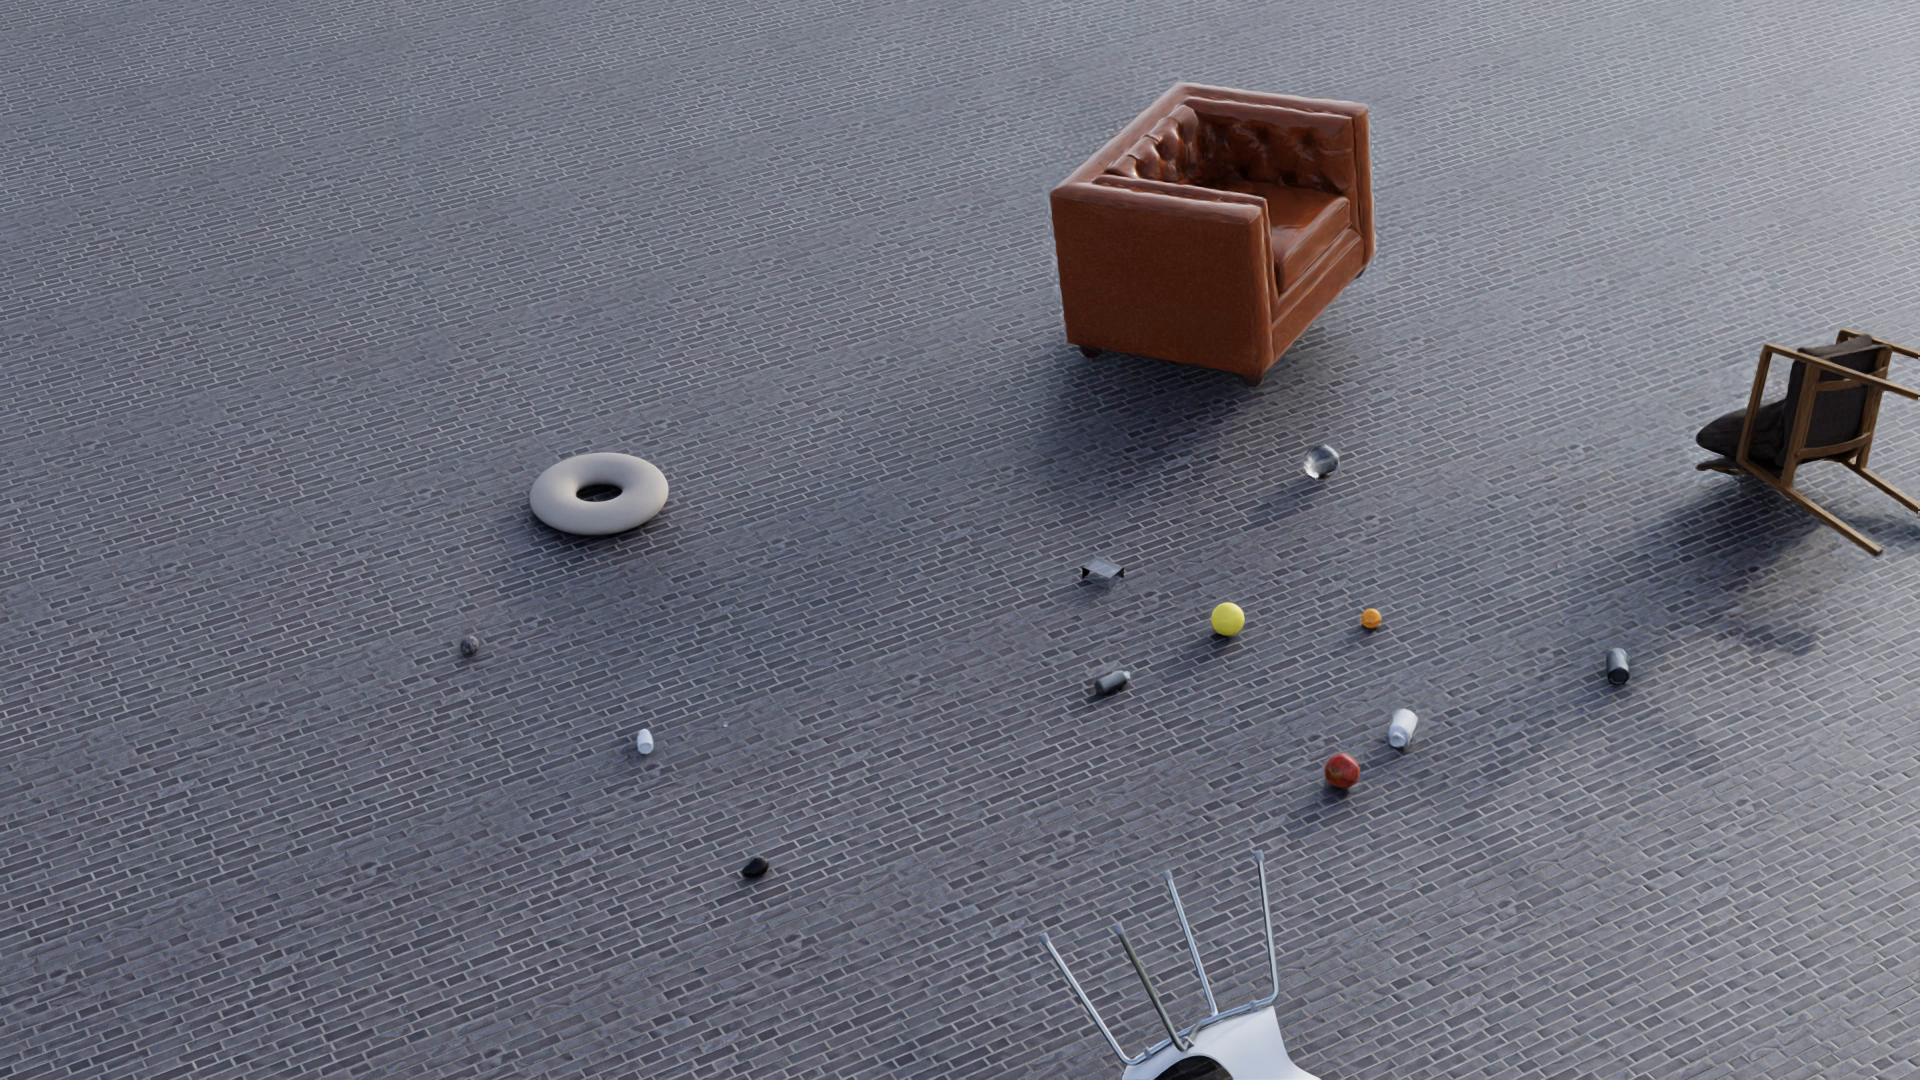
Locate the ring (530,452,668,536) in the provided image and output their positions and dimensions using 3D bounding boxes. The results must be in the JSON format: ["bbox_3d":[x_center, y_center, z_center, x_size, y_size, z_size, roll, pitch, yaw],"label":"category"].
[{"bbox_3d":[-1.370,-0.177,11.126,0.529,0.097,0.527,17,37,24],"label":"ring"}]

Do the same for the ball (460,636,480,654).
[{"bbox_3d":[-1.727,0.370,10.322,0.067,0.067,0.067,0,33,0],"label":"ball"}]

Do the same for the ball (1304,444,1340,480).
[{"bbox_3d":[1.389,-0.300,11.277,0.136,0.136,0.136,0,33,0],"label":"ball"}]

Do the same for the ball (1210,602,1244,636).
[{"bbox_3d":[0.951,0.281,10.409,0.119,0.119,0.119,0,33,0],"label":"ball"}]

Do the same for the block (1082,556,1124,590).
[{"bbox_3d":[0.523,0.120,10.716,0.120,0.051,0.093,22,40,30],"label":"block"}]
